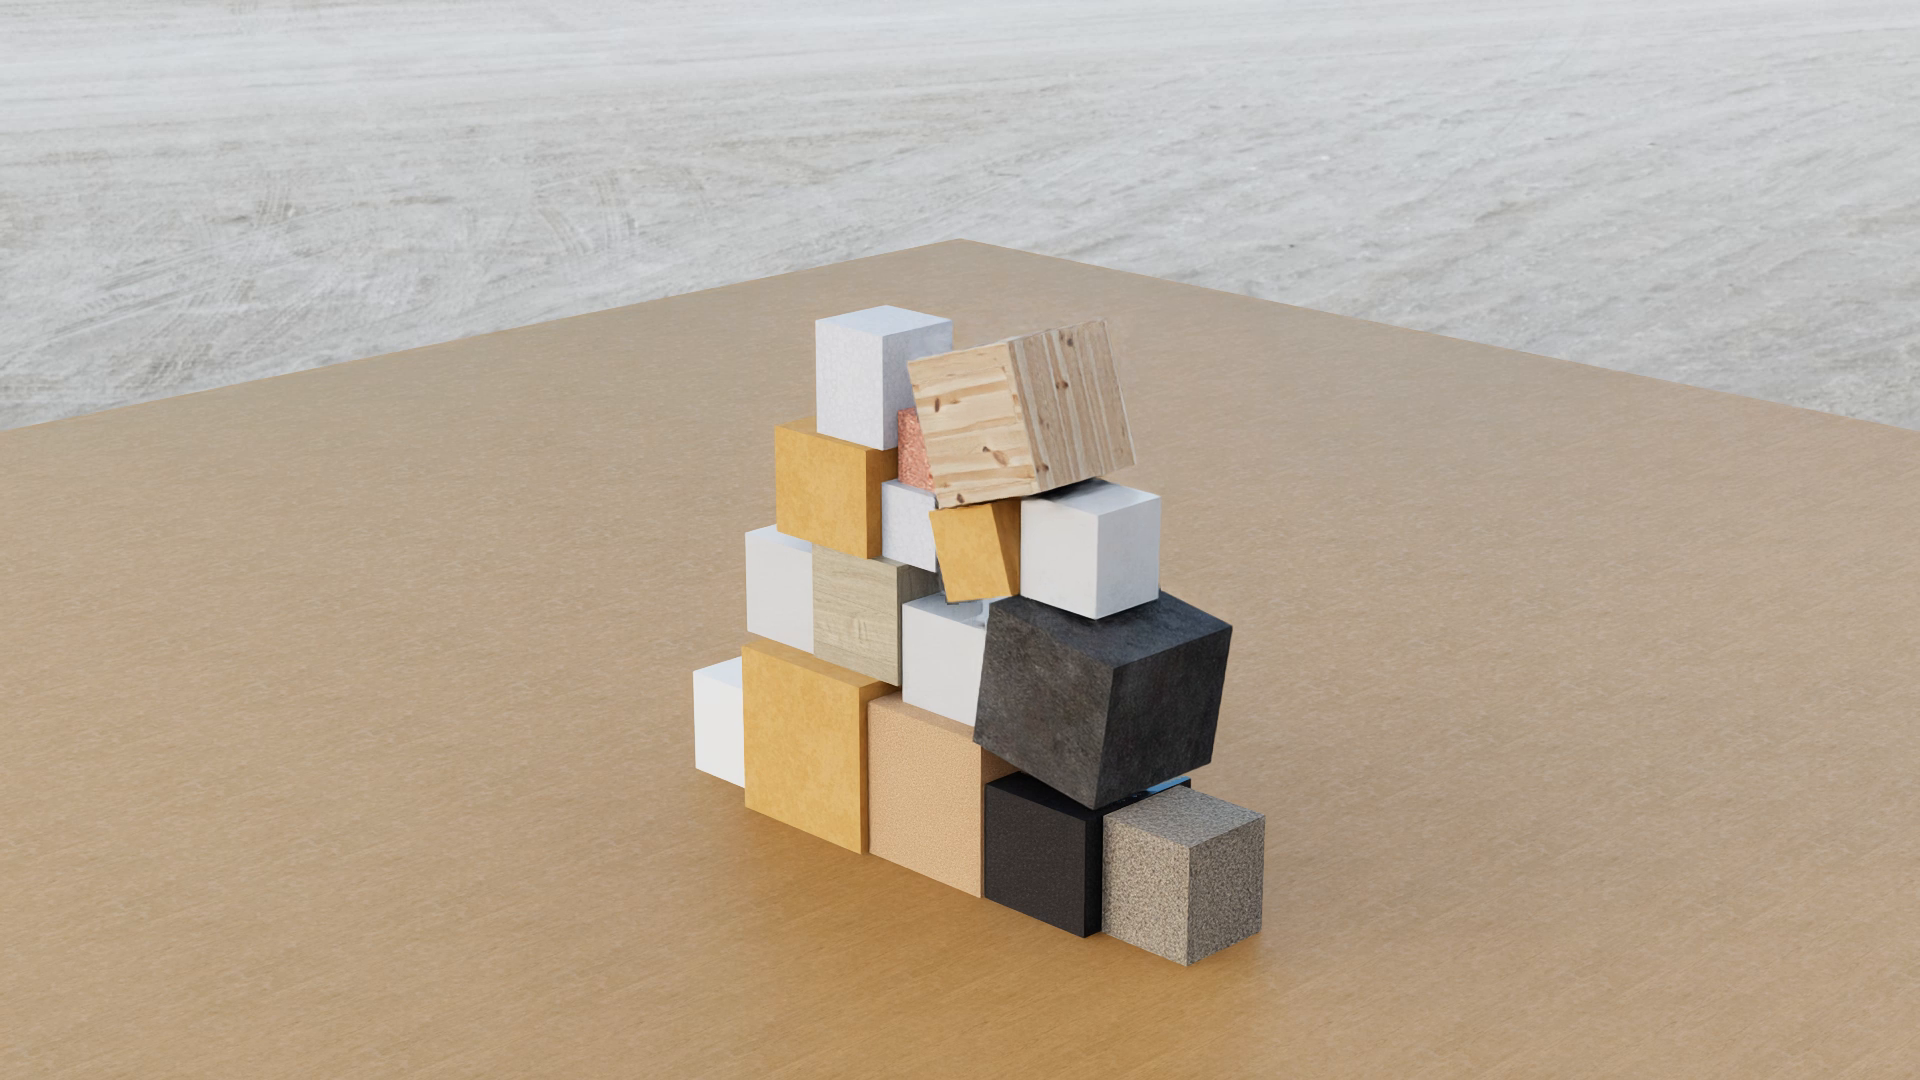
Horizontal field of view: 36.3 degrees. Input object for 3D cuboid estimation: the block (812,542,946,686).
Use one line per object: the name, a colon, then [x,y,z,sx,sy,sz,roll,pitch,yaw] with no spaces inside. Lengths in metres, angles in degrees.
block: [-0.294,0.279,13.739,0.551,0.575,0.570,-17,24,-42]

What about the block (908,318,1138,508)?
block: [0.275,-0.557,12.869,0.632,0.658,0.634,-17,6,-42]

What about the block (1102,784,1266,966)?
block: [0.973,1.457,12.791,0.503,0.551,0.491,-17,24,-42]

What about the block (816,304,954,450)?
block: [-0.345,-0.750,13.452,0.447,0.529,0.441,-17,24,-42]

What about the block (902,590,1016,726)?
block: [0.119,0.524,13.383,0.502,0.473,0.578,-17,24,-42]

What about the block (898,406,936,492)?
block: [-0.070,-0.424,13.292,0.298,0.335,0.301,-17,24,-42]

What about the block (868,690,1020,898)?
block: [0.101,1.098,13.598,0.756,0.751,0.730,-17,24,-42]

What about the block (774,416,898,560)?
block: [-0.445,-0.281,13.702,0.563,0.515,0.617,-17,24,-42]

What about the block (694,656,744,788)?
block: [-0.947,0.900,14.622,0.524,0.516,0.542,-17,24,-42]

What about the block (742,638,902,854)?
block: [-0.474,0.901,14.096,0.789,0.828,0.818,-17,24,-42]

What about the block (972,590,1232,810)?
block: [0.622,0.633,12.883,0.771,0.679,0.738,-17,33,-42]

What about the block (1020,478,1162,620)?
block: [0.566,0.026,12.743,0.447,0.466,0.404,18,25,42]

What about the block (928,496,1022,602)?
block: [0.210,0.008,13.101,0.481,0.416,0.406,-17,6,-43]

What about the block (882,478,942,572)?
block: [-0.092,-0.099,13.400,0.401,0.350,0.351,-17,24,-42]

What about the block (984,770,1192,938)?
block: [0.573,1.339,13.163,0.698,0.553,0.606,-17,24,-42]

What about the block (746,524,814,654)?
block: [-0.675,0.201,14.117,0.505,0.497,0.492,-17,24,-42]
